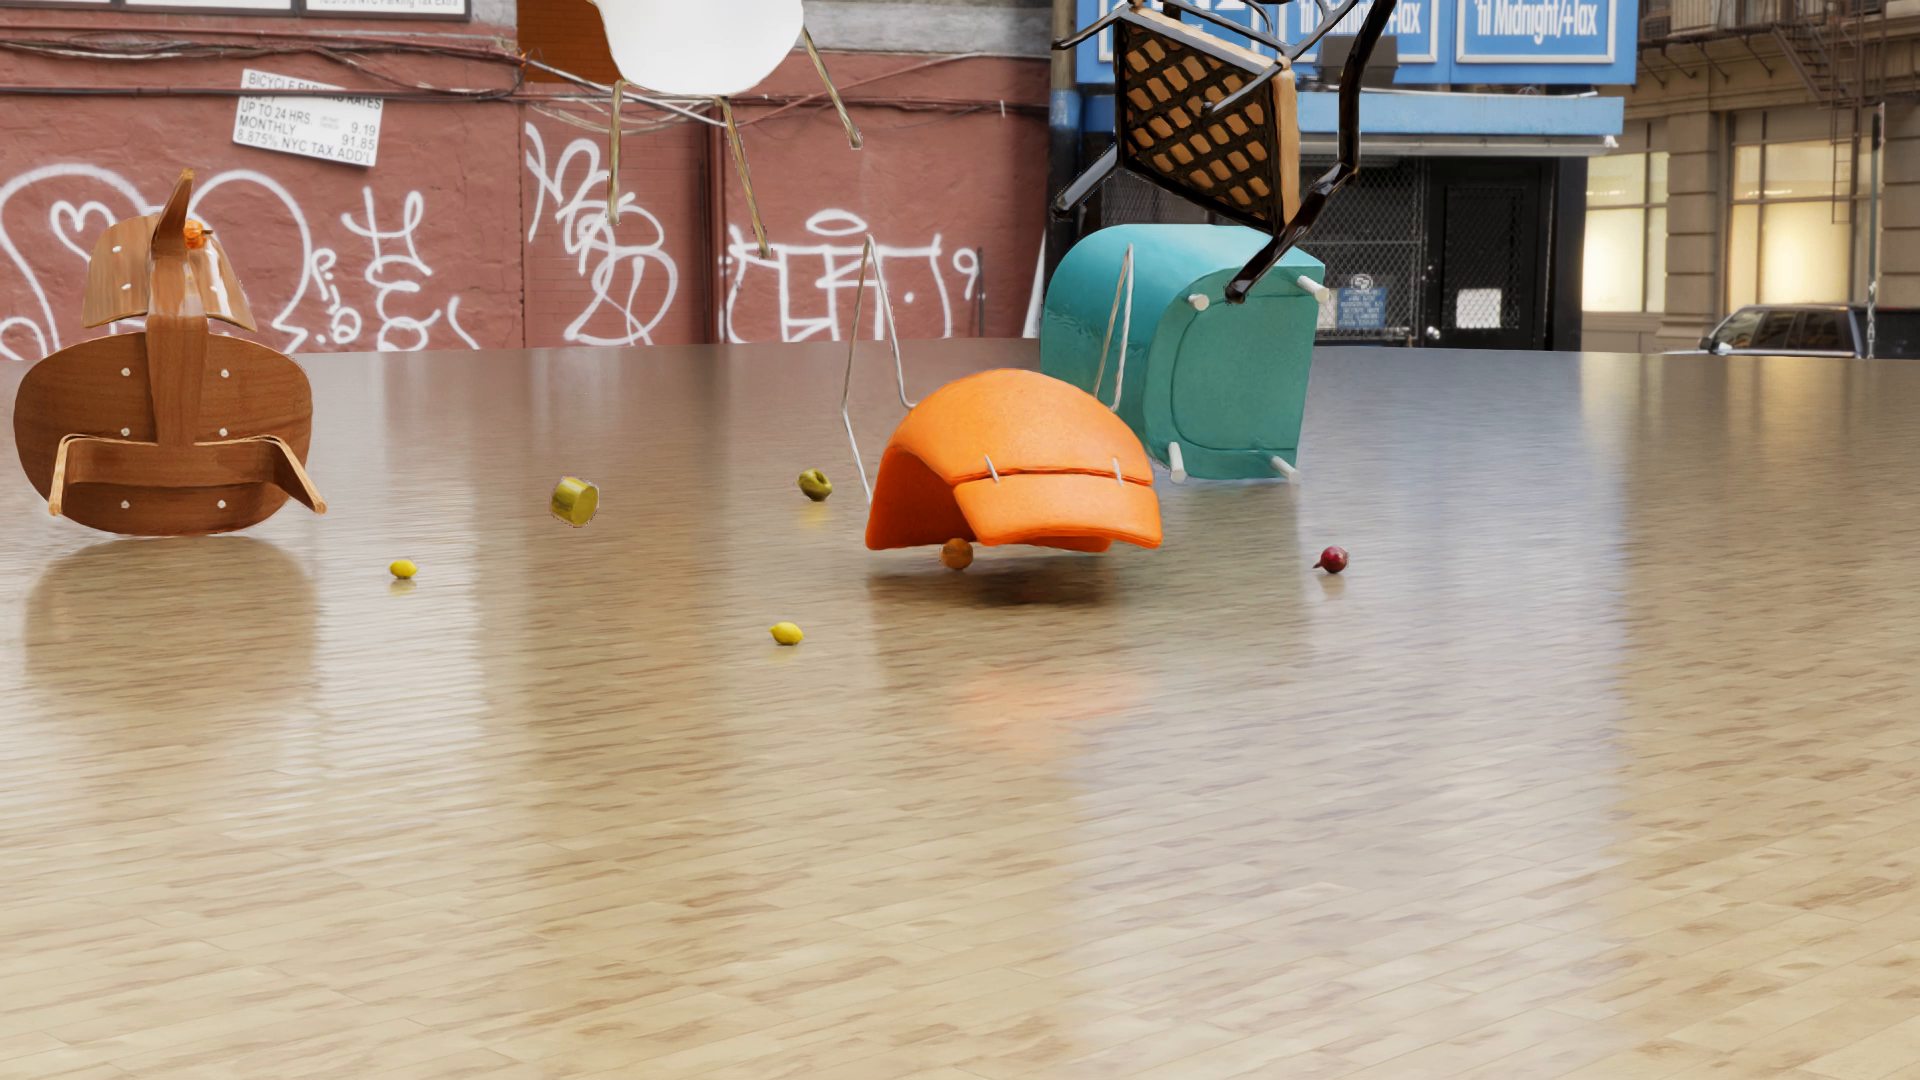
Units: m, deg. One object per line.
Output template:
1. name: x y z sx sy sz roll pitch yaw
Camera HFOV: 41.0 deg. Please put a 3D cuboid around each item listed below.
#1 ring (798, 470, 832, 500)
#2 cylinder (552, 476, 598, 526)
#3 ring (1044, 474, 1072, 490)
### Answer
1. ring: -0.425 -0.160 7.531 0.058 0.085 0.125 -35 -35 19
2. cylinder: -0.946 -0.095 6.298 0.065 0.105 0.094 25 9 26
3. ring: 0.302 -0.179 7.891 0.087 0.042 0.080 11 -3 22
